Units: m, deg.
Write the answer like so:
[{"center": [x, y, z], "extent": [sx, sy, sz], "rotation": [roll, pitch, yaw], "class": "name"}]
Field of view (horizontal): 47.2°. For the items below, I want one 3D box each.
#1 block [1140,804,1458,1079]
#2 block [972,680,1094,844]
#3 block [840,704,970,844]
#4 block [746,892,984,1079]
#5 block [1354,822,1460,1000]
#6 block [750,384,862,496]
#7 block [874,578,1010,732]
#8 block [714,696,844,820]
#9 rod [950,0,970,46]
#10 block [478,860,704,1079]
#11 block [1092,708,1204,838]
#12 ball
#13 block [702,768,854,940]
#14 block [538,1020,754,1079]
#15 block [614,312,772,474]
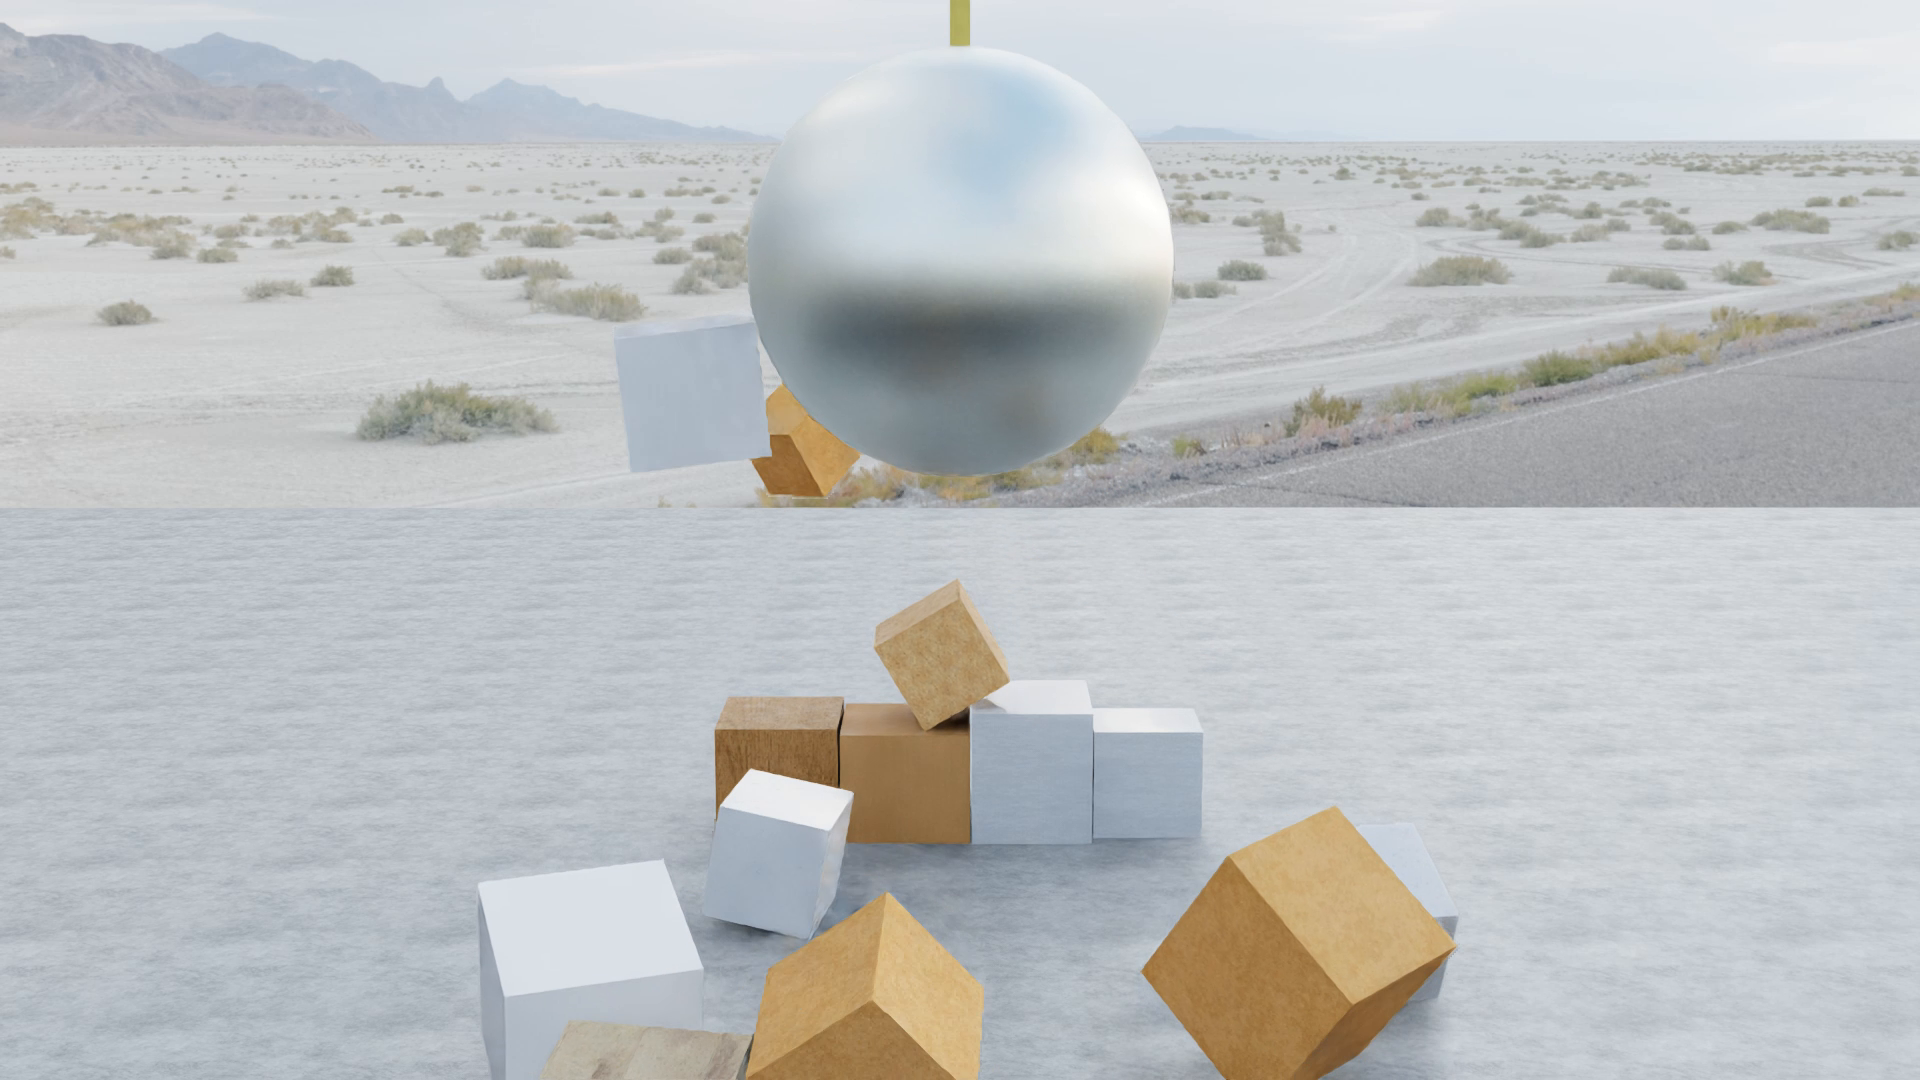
[{"center": [1.240, 1.547, 8.125], "extent": [0.623, 0.737, 0.679], "rotation": [-16, 56, -41], "class": "block"}, {"center": [0.363, 1.141, 11.401], "extent": [0.609, 0.677, 0.701], "rotation": [0, 10, 0], "class": "block"}, {"center": [-0.277, 1.200, 11.391], "extent": [0.654, 0.563, 0.641], "rotation": [0, 10, 0], "class": "block"}, {"center": [-0.281, 1.514, 6.761], "extent": [0.501, 0.477, 0.517], "rotation": [-35, 20, 19], "class": "block"}, {"center": [1.681, 1.558, 9.174], "extent": [0.550, 0.465, 0.570], "rotation": [-2, 34, -10], "class": "block"}, {"center": [-0.845, -0.546, 11.874], "extent": [0.414, 0.424, 0.453], "rotation": [3, 43, 41], "class": "block"}, {"center": [-0.094, 0.583, 11.294], "extent": [0.501, 0.502, 0.513], "rotation": [-30, 9, 4], "class": "block"}, {"center": [-0.921, 1.184, 11.384], "extent": [0.615, 0.598, 0.656], "rotation": [0, 10, 0], "class": "block"}, {"center": [0.000, -4.295, 9.211], "extent": [0.080, 5.200, 0.080], "rotation": [0, -16, 0], "class": "rod"}, {"center": [-1.352, 1.675, 7.996], "extent": [0.687, 0.669, 0.693], "rotation": [-5, 27, -18], "class": "block"}, {"center": [0.954, 1.203, 11.394], "extent": [0.551, 0.557, 0.475], "rotation": [0, 10, 0], "class": "block"}, {"center": [0.000, -1.034, 8.249], "extent": [1.600, 1.600, 1.600], "rotation": [0, 10, 0], "class": "ball"}, {"center": [-0.824, 1.425, 10.039], "extent": [0.503, 0.520, 0.588], "rotation": [12, 12, 6], "class": "block"}, {"center": [-0.988, 1.938, 6.845], "extent": [0.612, 0.576, 0.595], "rotation": [2, 29, 12], "class": "block"}, {"center": [-1.119, -0.624, 9.171], "extent": [0.570, 0.549, 0.574], "rotation": [-7, 11, -7], "class": "block"}]
